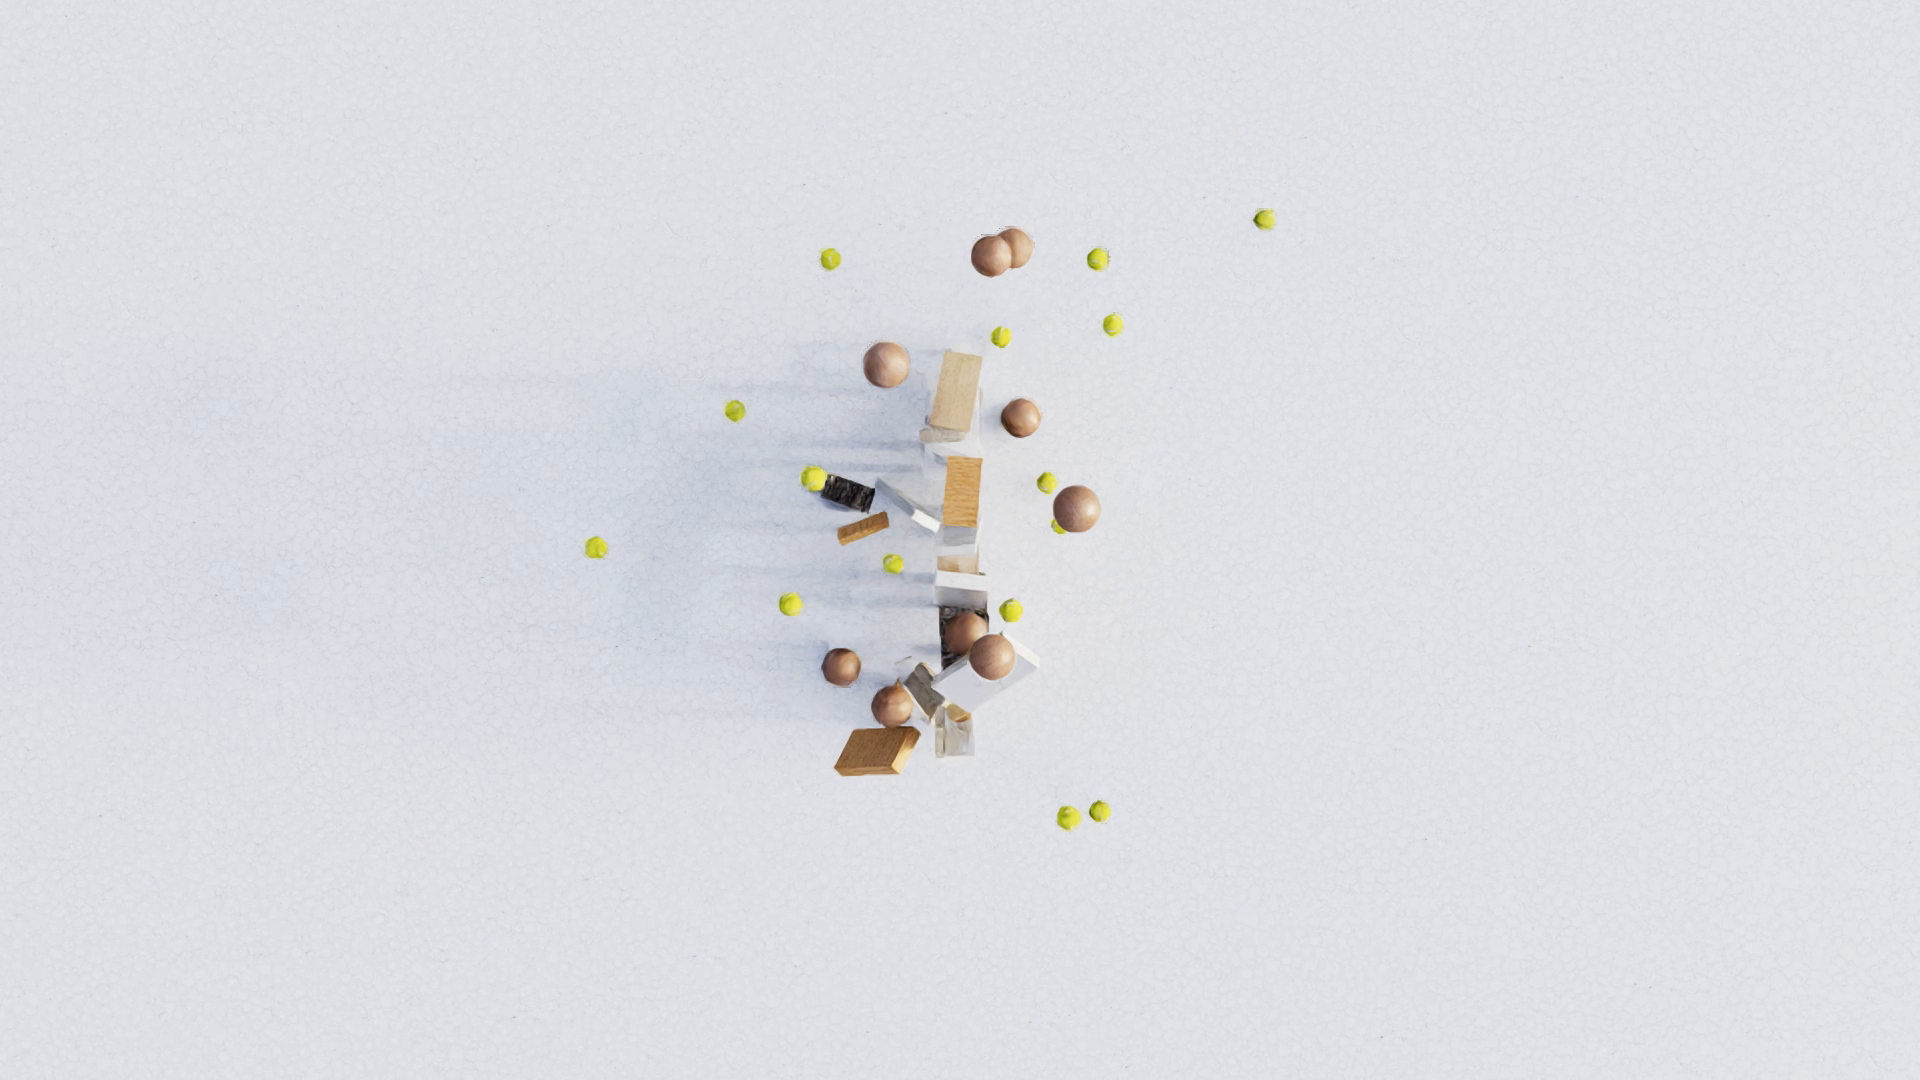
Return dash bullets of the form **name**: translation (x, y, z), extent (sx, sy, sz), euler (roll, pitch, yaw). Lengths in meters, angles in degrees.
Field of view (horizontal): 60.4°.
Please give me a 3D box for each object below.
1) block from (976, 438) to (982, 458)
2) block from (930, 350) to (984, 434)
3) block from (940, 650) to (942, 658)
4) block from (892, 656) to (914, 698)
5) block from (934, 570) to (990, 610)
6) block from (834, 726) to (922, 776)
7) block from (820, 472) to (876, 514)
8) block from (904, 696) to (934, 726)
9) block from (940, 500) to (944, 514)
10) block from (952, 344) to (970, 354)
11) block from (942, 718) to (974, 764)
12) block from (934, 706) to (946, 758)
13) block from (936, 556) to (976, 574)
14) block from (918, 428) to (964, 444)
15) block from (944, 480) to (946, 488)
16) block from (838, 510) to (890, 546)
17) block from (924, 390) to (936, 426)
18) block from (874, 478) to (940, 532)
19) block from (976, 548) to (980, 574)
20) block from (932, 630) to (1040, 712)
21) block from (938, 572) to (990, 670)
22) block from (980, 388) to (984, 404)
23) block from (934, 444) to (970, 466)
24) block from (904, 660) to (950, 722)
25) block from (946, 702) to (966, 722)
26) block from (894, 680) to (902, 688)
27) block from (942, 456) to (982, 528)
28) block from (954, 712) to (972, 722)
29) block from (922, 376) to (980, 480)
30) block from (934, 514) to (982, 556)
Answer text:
- **block**: translation (-0.011, -0.256, 5.055), extent (0.153, 0.306, 0.043), euler (-22, 100, 5)
- **block**: translation (-0.009, -0.416, 4.636), extent (0.110, 0.031, 0.221), euler (10, 79, 6)
- **block**: translation (0.014, 0.348, 5.080), extent (0.146, 0.293, 0.041), euler (-2, 90, -1)
- **block**: translation (-0.169, 0.453, 5.419), extent (0.063, 0.018, 0.125), euler (-23, 98, -6)
- **block**: translation (0.004, 0.147, 4.744), extent (0.149, 0.299, 0.042), euler (7, 77, -1)
- **block**: translation (-0.260, 0.660, 5.157), extent (0.042, 0.299, 0.149), euler (44, 57, -27)
- **block**: translation (-0.371, -0.156, 5.481), extent (0.167, 0.024, 0.084), euler (19, 92, -4)
- **block**: translation (-0.126, 0.561, 5.449), extent (0.018, 0.063, 0.125), euler (-48, 71, 15)
- **block**: translation (0.001, -0.105, 4.885), extent (0.098, 0.447, 0.028), euler (6, 96, 1)
- **block**: translation (0.003, -0.581, 5.373), extent (0.059, 0.017, 0.119), euler (0, 90, 0)
- **block**: translation (-0.003, 0.640, 5.270), extent (0.097, 0.462, 0.028), euler (0, 98, 0)
- **block**: translation (-0.060, 0.590, 5.057), extent (0.028, 0.194, 0.097), euler (-1, 103, 2)
- **block**: translation (-0.010, 0.059, 4.789), extent (0.114, 0.229, 0.032), euler (-6, 67, -2)
- **block**: translation (-0.051, -0.301, 4.748), extent (0.110, 0.221, 0.031), euler (-4, 91, 5)
- **block**: translation (-0.001, -0.170, 5.288), extent (0.099, 0.028, 0.197), euler (1, 90, 1)
- **block**: translation (-0.309, -0.037, 5.266), extent (0.167, 0.084, 0.024), euler (-22, 114, 3)
- **block**: translation (-0.036, -0.380, 4.747), extent (0.110, 0.221, 0.031), euler (3, 114, 4)
- **block**: translation (-0.167, -0.112, 5.304), extent (0.114, 0.381, 0.032), euler (30, 95, -27)
- **block**: translation (0.003, 0.057, 5.255), extent (0.114, 0.032, 0.229), euler (-3, 90, 0)
- **block**: translation (0.074, 0.387, 4.808), extent (0.149, 0.042, 0.299), euler (37, 127, -24)
- **block**: translation (0.012, 0.248, 4.914), extent (0.146, 0.041, 0.292), euler (-4, 89, -1)
- **block**: translation (-0.012, -0.445, 5.053), extent (0.153, 0.306, 0.043), euler (10, 99, 2)
- **block**: translation (-0.022, -0.232, 4.759), extent (0.098, 0.195, 0.028), euler (21, 86, 3)
- **block**: translation (-0.102, 0.488, 5.323), extent (0.028, 0.194, 0.097), euler (25, 107, -42)
- **block**: translation (-0.026, 0.540, 5.437), extent (0.054, 0.015, 0.109), euler (-27, 66, 3)
- **block**: translation (-0.147, 0.480, 5.455), extent (0.125, 0.018, 0.063), euler (30, 75, -18)
- **block**: translation (0.007, -0.137, 4.646), extent (0.098, 0.028, 0.195), euler (5, 91, 1)
- **block**: translation (0.004, 0.549, 5.465), extent (0.054, 0.015, 0.109), euler (-8, 58, 0)
- **block**: translation (-0.024, -0.328, 4.877), extent (0.153, 0.043, 0.306), euler (3, 92, 4)
- **block**: translation (-0.004, -0.014, 4.675), extent (0.114, 0.229, 0.032), euler (-2, 112, 7)
